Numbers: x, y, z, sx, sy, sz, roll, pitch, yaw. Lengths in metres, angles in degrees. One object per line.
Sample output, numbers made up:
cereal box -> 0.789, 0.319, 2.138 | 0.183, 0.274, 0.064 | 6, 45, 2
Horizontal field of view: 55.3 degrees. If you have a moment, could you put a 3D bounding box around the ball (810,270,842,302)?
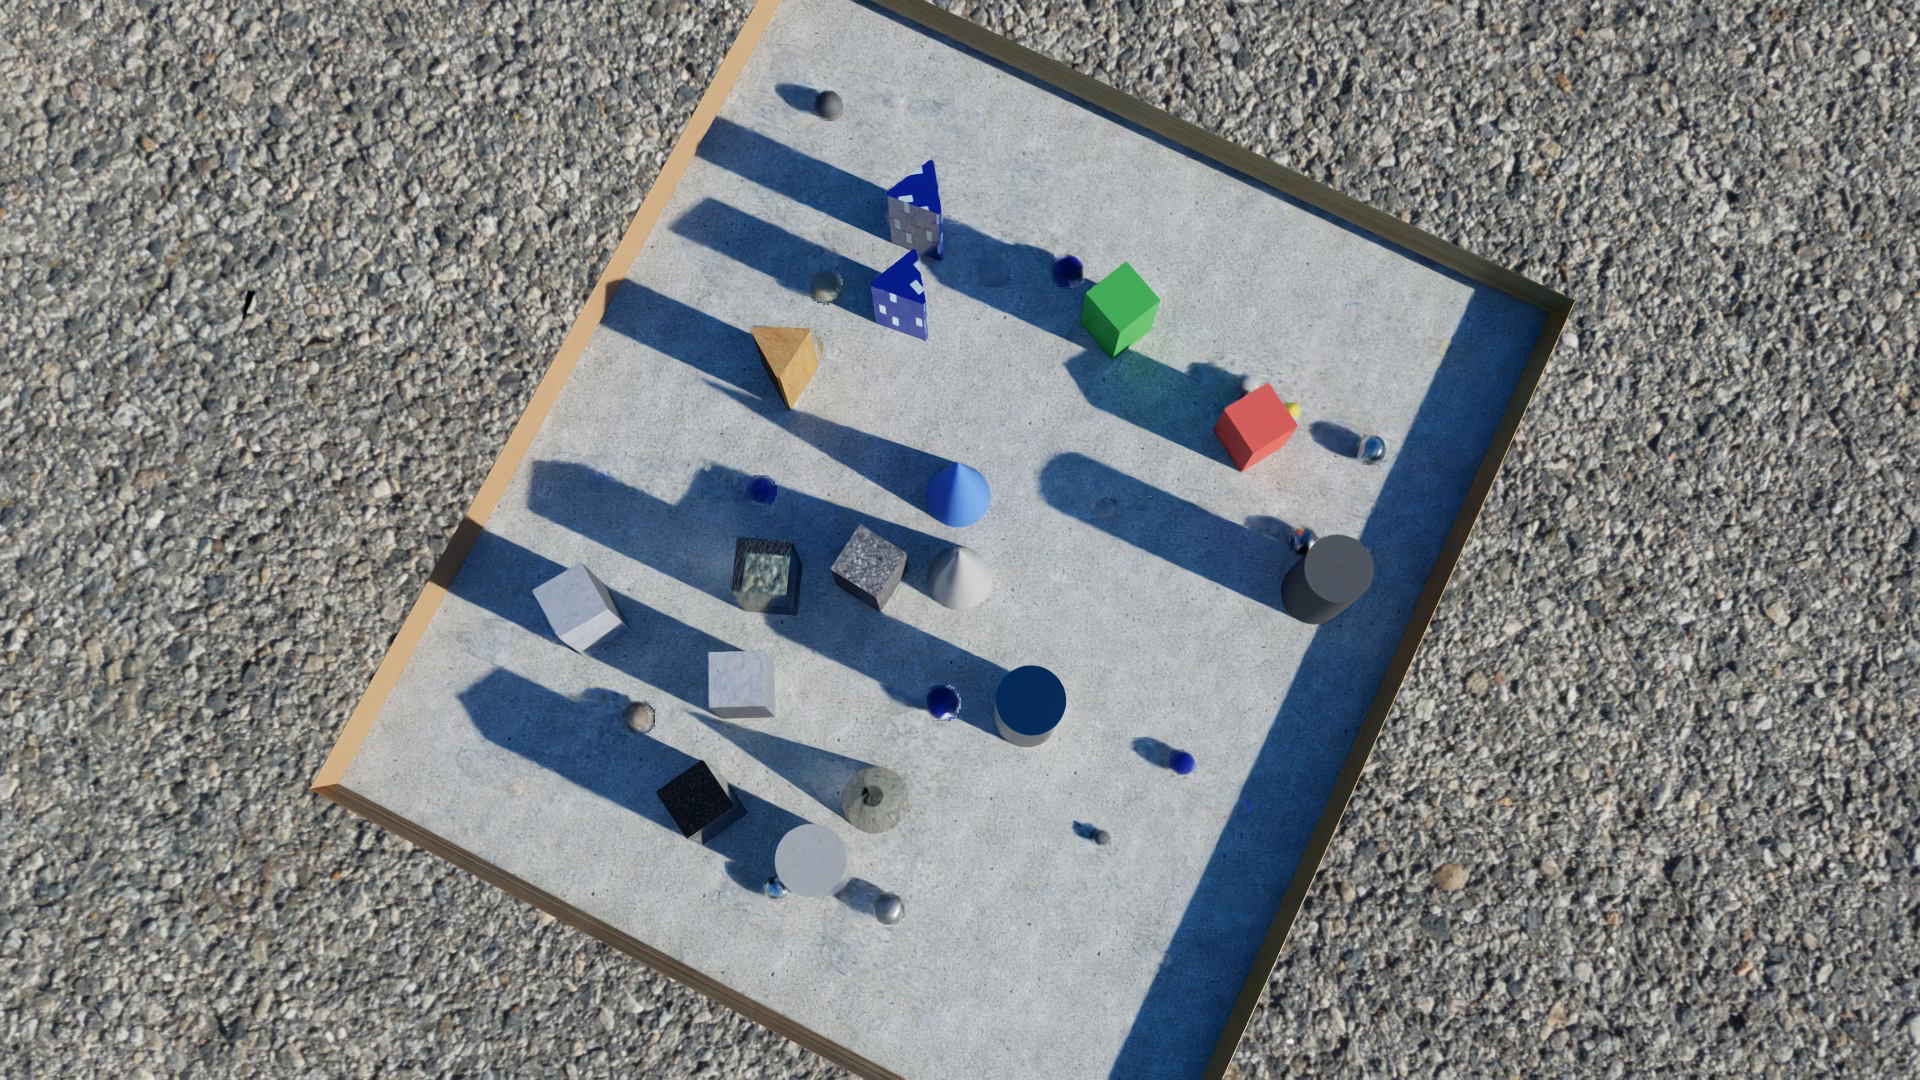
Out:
ball -> -0.420, -0.794, 5.731 | 0.097, 0.097, 0.097 | 0, 78, 0

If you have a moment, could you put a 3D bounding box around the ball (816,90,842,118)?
ball -> -0.418, -1.393, 5.861 | 0.087, 0.087, 0.087 | 0, 78, 0

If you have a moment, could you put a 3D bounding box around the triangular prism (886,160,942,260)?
triangular prism -> -0.110, -1.023, 5.627 | 0.172, 0.394, 0.149 | 21, 79, 4

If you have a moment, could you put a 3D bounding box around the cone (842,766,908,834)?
cone -> -0.252, 0.743, 5.307 | 0.199, 0.306, 0.199 | 0, 78, 0

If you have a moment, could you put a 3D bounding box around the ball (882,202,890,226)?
ball -> -0.203, -1.030, 5.785 | 0.088, 0.088, 0.088 | 0, 78, 0

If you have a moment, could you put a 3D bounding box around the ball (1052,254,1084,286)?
ball -> 0.339, -0.844, 5.742 | 0.098, 0.098, 0.098 | 0, 78, 0

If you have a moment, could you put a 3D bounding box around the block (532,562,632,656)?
block -> -1.105, 0.208, 5.378 | 0.159, 0.384, 0.159 | -30, 80, -6

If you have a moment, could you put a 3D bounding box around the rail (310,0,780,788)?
rail -> -1.196, -0.579, 5.669 | 0.045, 0.129, 3.031 | 26, 80, 5

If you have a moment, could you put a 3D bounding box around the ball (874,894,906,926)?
ball -> -0.205, 1.078, 5.347 | 0.092, 0.092, 0.092 | 0, 78, 0

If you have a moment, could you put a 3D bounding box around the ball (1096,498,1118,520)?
ball -> 0.449, -0.095, 5.603 | 0.066, 0.066, 0.066 | 0, 78, 0

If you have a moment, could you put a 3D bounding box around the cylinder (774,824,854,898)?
cylinder -> -0.412, 0.921, 5.238 | 0.199, 0.368, 0.199 | 0, 78, 0

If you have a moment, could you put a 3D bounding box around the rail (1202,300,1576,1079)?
rail -> 1.196, 0.593, 5.427 | 0.045, 0.129, 3.031 | 26, 80, 5

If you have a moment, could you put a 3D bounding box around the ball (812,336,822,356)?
ball -> -0.465, -0.597, 5.687 | 0.070, 0.070, 0.070 | 0, 78, 0

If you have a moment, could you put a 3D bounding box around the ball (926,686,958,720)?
ball -> -0.055, 0.485, 5.466 | 0.099, 0.099, 0.099 | 0, 78, 0

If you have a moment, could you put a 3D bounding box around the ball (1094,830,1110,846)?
ball -> 0.419, 0.879, 5.412 | 0.045, 0.045, 0.045 | 0, 78, 0

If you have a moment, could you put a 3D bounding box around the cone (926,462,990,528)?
cone -> -0.006, -0.180, 5.432 | 0.199, 0.434, 0.199 | 0, 78, 0

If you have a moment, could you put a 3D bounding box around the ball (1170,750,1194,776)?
ball -> 0.660, 0.662, 5.442 | 0.074, 0.074, 0.074 | 0, 78, 0

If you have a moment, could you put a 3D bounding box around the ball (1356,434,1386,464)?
ball -> 1.263, -0.279, 5.628 | 0.091, 0.091, 0.091 | 0, 78, 0

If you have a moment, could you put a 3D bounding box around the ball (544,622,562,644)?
ball -> -1.218, 0.277, 5.523 | 0.070, 0.070, 0.070 | 0, 78, 0

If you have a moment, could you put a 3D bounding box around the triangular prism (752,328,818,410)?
triangular prism -> -0.551, -0.549, 5.550 | 0.149, 0.353, 0.172 | 31, 80, 6

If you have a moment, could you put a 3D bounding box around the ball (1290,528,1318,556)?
ball -> 1.046, 0.003, 5.572 | 0.086, 0.086, 0.086 | 0, 78, 0

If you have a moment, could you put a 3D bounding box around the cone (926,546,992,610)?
cone -> -0.001, 0.073, 5.379 | 0.199, 0.435, 0.199 | 0, 78, 0

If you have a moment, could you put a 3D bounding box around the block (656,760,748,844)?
block -> -0.740, 0.757, 5.282 | 0.159, 0.349, 0.159 | -35, 80, -7

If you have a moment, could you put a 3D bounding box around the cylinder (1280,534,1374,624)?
cylinder -> 1.077, 0.120, 5.395 | 0.199, 0.385, 0.199 | 0, 78, 0

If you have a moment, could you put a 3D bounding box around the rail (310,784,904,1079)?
rail -> -0.667, 1.314, 5.278 | 2.722, 0.129, 0.045 | 26, 80, 5

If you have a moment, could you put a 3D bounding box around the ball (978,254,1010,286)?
ball -> 0.109, -0.848, 5.741 | 0.099, 0.099, 0.099 | 0, 78, 0

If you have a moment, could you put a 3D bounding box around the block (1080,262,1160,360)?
block -> 0.488, -0.700, 5.618 | 0.159, 0.281, 0.159 | -39, 81, -7

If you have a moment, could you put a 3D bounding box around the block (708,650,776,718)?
block -> -0.637, 0.427, 5.373 | 0.159, 0.303, 0.159 | -2, 78, 0

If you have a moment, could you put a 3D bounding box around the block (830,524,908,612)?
block -> -0.268, 0.087, 5.464 | 0.159, 0.264, 0.159 | 32, 80, 6

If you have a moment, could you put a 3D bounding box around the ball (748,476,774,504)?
ball -> -0.609, -0.152, 5.606 | 0.083, 0.083, 0.083 | 0, 78, 0

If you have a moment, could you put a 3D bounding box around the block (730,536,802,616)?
block -> -0.567, 0.110, 5.412 | 0.159, 0.356, 0.159 | 5, 78, 1

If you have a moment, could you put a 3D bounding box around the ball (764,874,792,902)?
ball -> -0.533, 1.020, 5.364 | 0.082, 0.082, 0.082 | 0, 78, 0

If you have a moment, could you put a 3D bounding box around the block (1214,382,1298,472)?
block -> 0.894, -0.340, 5.563 | 0.159, 0.242, 0.159 | -31, 80, -6

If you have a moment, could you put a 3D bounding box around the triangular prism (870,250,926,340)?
triangular prism -> -0.160, -0.760, 5.597 | 0.172, 0.347, 0.149 | 19, 79, 4

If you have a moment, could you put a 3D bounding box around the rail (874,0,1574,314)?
rail -> 0.667, -1.300, 5.819 | 2.722, 0.129, 0.045 | 26, 80, 5

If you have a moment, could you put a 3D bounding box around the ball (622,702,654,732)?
ball -> -0.960, 0.529, 5.460 | 0.091, 0.091, 0.091 | 0, 78, 0

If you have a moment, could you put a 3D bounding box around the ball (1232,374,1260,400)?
ball -> 0.883, -0.471, 5.669 | 0.088, 0.088, 0.088 | 0, 78, 0

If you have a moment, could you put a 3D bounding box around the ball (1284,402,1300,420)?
ball -> 1.022, -0.396, 5.667 | 0.061, 0.061, 0.061 | 0, 78, 0

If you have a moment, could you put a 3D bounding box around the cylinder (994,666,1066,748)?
cylinder -> 0.200, 0.487, 5.329 | 0.199, 0.366, 0.199 | 0, 78, 0
